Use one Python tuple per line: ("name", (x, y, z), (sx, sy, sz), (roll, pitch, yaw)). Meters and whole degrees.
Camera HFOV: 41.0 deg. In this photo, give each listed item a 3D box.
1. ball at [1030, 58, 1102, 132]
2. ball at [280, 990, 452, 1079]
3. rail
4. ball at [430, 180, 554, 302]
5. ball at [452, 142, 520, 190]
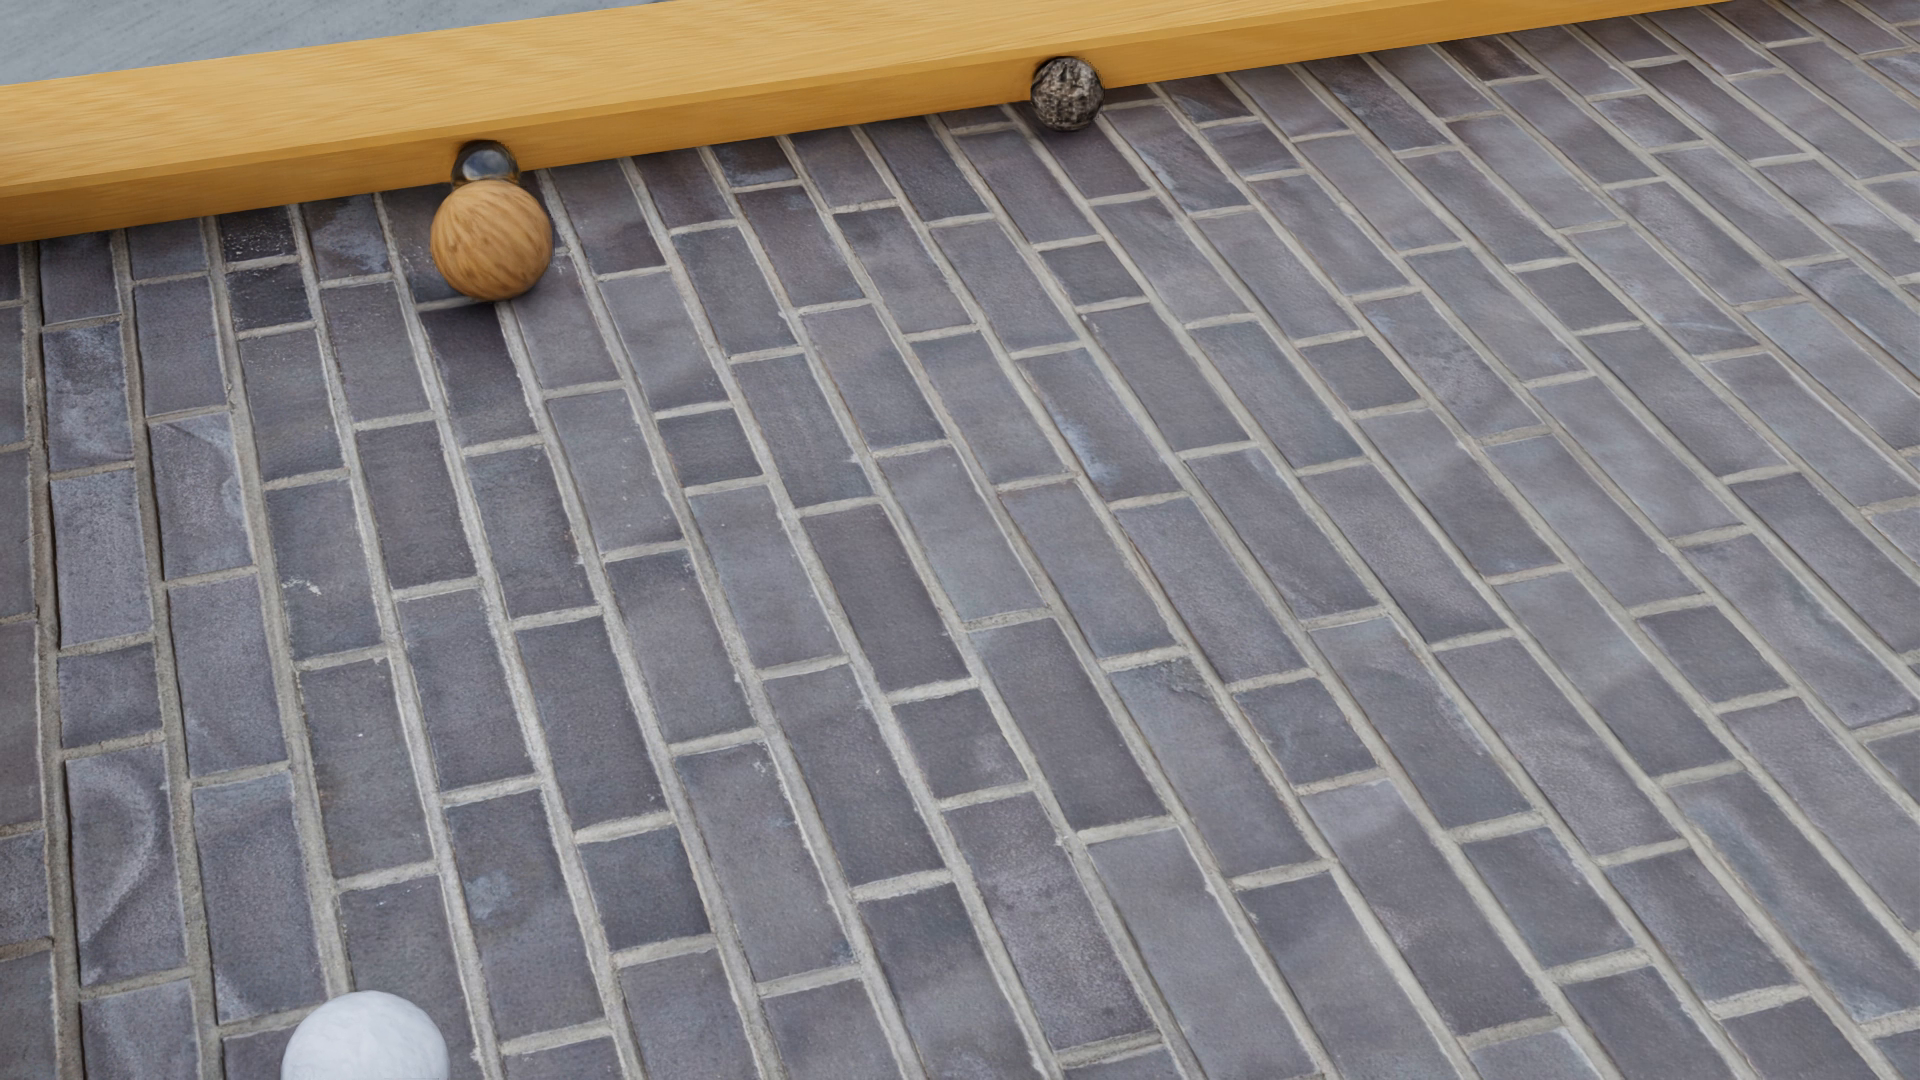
("ball", (0.088, -0.370, 2.130), (0.060, 0.060, 0.060), (0, 35, 0))
("ball", (-0.285, 0.256, 1.229), (0.080, 0.080, 0.080), (0, 35, 0))
("rail", (0.410, -0.481, 2.227), (2.527, 0.128, 0.045), (-10, 37, -14))
("ball", (-0.346, -0.221, 1.895), (0.090, 0.090, 0.090), (0, 35, 0))
("ball", (-0.373, -0.286, 2.019), (0.053, 0.053, 0.053), (0, 35, 0))
